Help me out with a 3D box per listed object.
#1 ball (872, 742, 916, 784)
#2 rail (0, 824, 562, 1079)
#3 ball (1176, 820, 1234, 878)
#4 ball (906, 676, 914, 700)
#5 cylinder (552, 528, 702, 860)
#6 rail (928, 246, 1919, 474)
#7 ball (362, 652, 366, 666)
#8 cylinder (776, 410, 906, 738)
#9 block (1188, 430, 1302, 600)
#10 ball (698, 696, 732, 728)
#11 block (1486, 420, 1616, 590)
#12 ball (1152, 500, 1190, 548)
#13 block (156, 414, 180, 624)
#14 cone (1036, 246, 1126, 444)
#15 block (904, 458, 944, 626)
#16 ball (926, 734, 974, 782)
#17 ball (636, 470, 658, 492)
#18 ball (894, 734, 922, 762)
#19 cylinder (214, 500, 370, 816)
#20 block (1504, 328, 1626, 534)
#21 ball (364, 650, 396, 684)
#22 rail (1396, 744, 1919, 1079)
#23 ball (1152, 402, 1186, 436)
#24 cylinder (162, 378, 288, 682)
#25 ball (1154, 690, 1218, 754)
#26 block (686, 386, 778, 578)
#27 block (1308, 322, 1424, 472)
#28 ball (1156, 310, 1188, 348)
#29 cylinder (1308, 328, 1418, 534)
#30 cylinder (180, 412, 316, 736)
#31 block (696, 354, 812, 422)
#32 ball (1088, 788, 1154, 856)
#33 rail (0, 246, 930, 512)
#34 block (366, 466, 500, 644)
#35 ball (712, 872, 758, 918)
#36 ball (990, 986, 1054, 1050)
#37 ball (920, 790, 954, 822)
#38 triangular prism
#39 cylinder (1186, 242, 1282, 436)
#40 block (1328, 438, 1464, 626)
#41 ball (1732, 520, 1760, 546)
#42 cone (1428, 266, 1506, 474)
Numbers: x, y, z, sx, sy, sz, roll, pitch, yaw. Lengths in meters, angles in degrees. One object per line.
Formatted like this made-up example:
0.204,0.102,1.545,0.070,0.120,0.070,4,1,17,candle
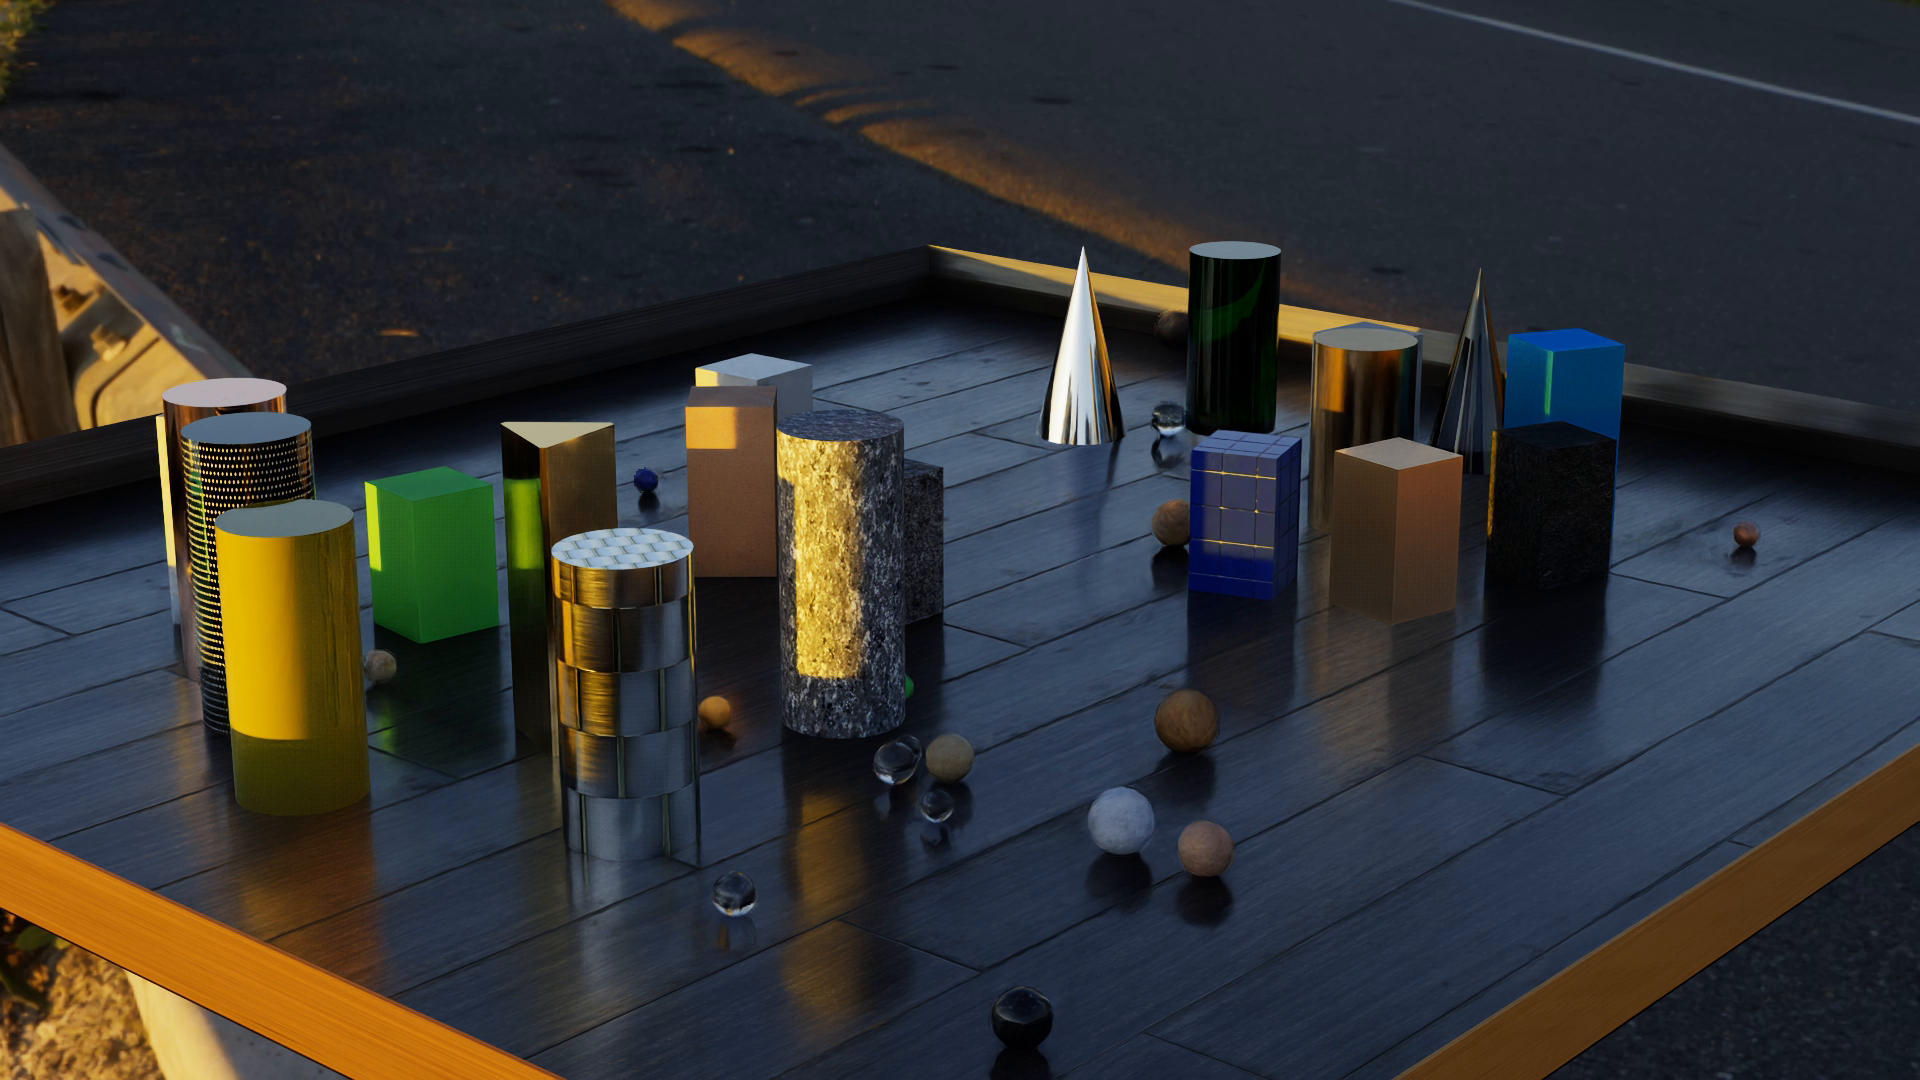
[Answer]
-0.095,0.324,4.260,0.063,0.063,0.063,0,17,0,ball
-1.196,0.429,3.802,3.425,0.125,0.045,14,22,39,rail
0.330,0.415,3.937,0.077,0.077,0.077,0,17,0,ball
-0.092,0.232,4.604,0.041,0.041,0.041,0,17,0,ball
-0.457,0.210,4.027,0.192,0.416,0.192,0,17,0,cylinder
1.196,-0.367,6.439,3.425,0.125,0.045,14,22,39,rail
-0.988,0.194,4.641,0.091,0.091,0.091,0,17,0,ball
-0.180,0.050,4.470,0.192,0.466,0.192,0,17,0,cylinder
0.501,-0.046,5.155,0.153,0.255,0.153,7,18,22,block
-0.375,0.263,4.483,0.050,0.050,0.050,0,17,0,ball
1.050,-0.064,5.214,0.153,0.254,0.153,-9,19,-26,block
0.396,-0.030,5.391,0.086,0.086,0.086,0,17,0,ball
-1.240,-0.046,4.970,0.153,0.362,0.153,5,17,16,block
0.256,-0.418,6.131,0.192,0.403,0.192,0,17,0,cone
-0.137,0.002,4.992,0.153,0.257,0.153,15,22,40,block
-0.015,0.317,4.269,0.072,0.072,0.072,0,17,0,ball
-0.613,-0.116,5.749,0.045,0.045,0.045,0,17,0,ball
-0.079,0.311,4.332,0.046,0.046,0.046,0,17,0,ball
-0.950,0.166,4.181,0.192,0.411,0.192,0,17,0,cylinder
1.121,-0.198,5.473,0.153,0.361,0.153,-6,18,-20,block
-0.926,0.203,4.679,0.054,0.054,0.054,0,17,0,ball
1.275,0.351,4.060,0.045,0.125,3.695,14,22,39,rail
0.438,-0.254,6.159,0.072,0.072,0.072,0,17,0,ball
-1.161,-0.014,4.697,0.192,0.458,0.192,0,17,0,cylinder
0.338,0.271,4.379,0.096,0.096,0.096,0,17,0,ball
-0.405,-0.106,5.254,0.153,0.312,0.153,0,17,-1,block
0.808,-0.272,5.844,0.153,0.288,0.153,-14,22,-39,block
0.509,-0.497,6.933,0.090,0.090,0.090,0,17,0,ball
0.754,-0.203,5.501,0.192,0.355,0.192,0,17,0,cylinder
-1.073,0.052,4.474,0.192,0.461,0.192,0,17,0,cylinder
-0.384,-0.178,5.508,0.153,0.304,0.153,13,21,37,block
0.220,0.384,4.010,0.092,0.092,0.092,0,17,0,ball
-1.275,-0.289,6.180,0.045,0.125,3.695,14,22,39,rail
-0.888,0.023,4.937,0.153,0.247,0.153,-14,22,-39,block
-0.293,0.461,3.815,0.059,0.059,0.059,0,17,0,ball
0.072,0.563,3.451,0.074,0.074,0.074,0,17,0,ball
-0.032,0.374,4.124,0.047,0.047,0.047,0,17,0,ball
-0.620,0.065,4.399,0.144,0.479,0.166,10,19,30,triangular prism
0.576,-0.424,6.188,0.192,0.381,0.192,0,17,0,cylinder
0.746,-0.017,5.027,0.153,0.273,0.153,-12,21,-35,block
1.448,-0.011,5.398,0.047,0.047,0.047,0,17,0,ball
1.040,-0.353,5.909,0.192,0.406,0.192,0,17,0,cone
